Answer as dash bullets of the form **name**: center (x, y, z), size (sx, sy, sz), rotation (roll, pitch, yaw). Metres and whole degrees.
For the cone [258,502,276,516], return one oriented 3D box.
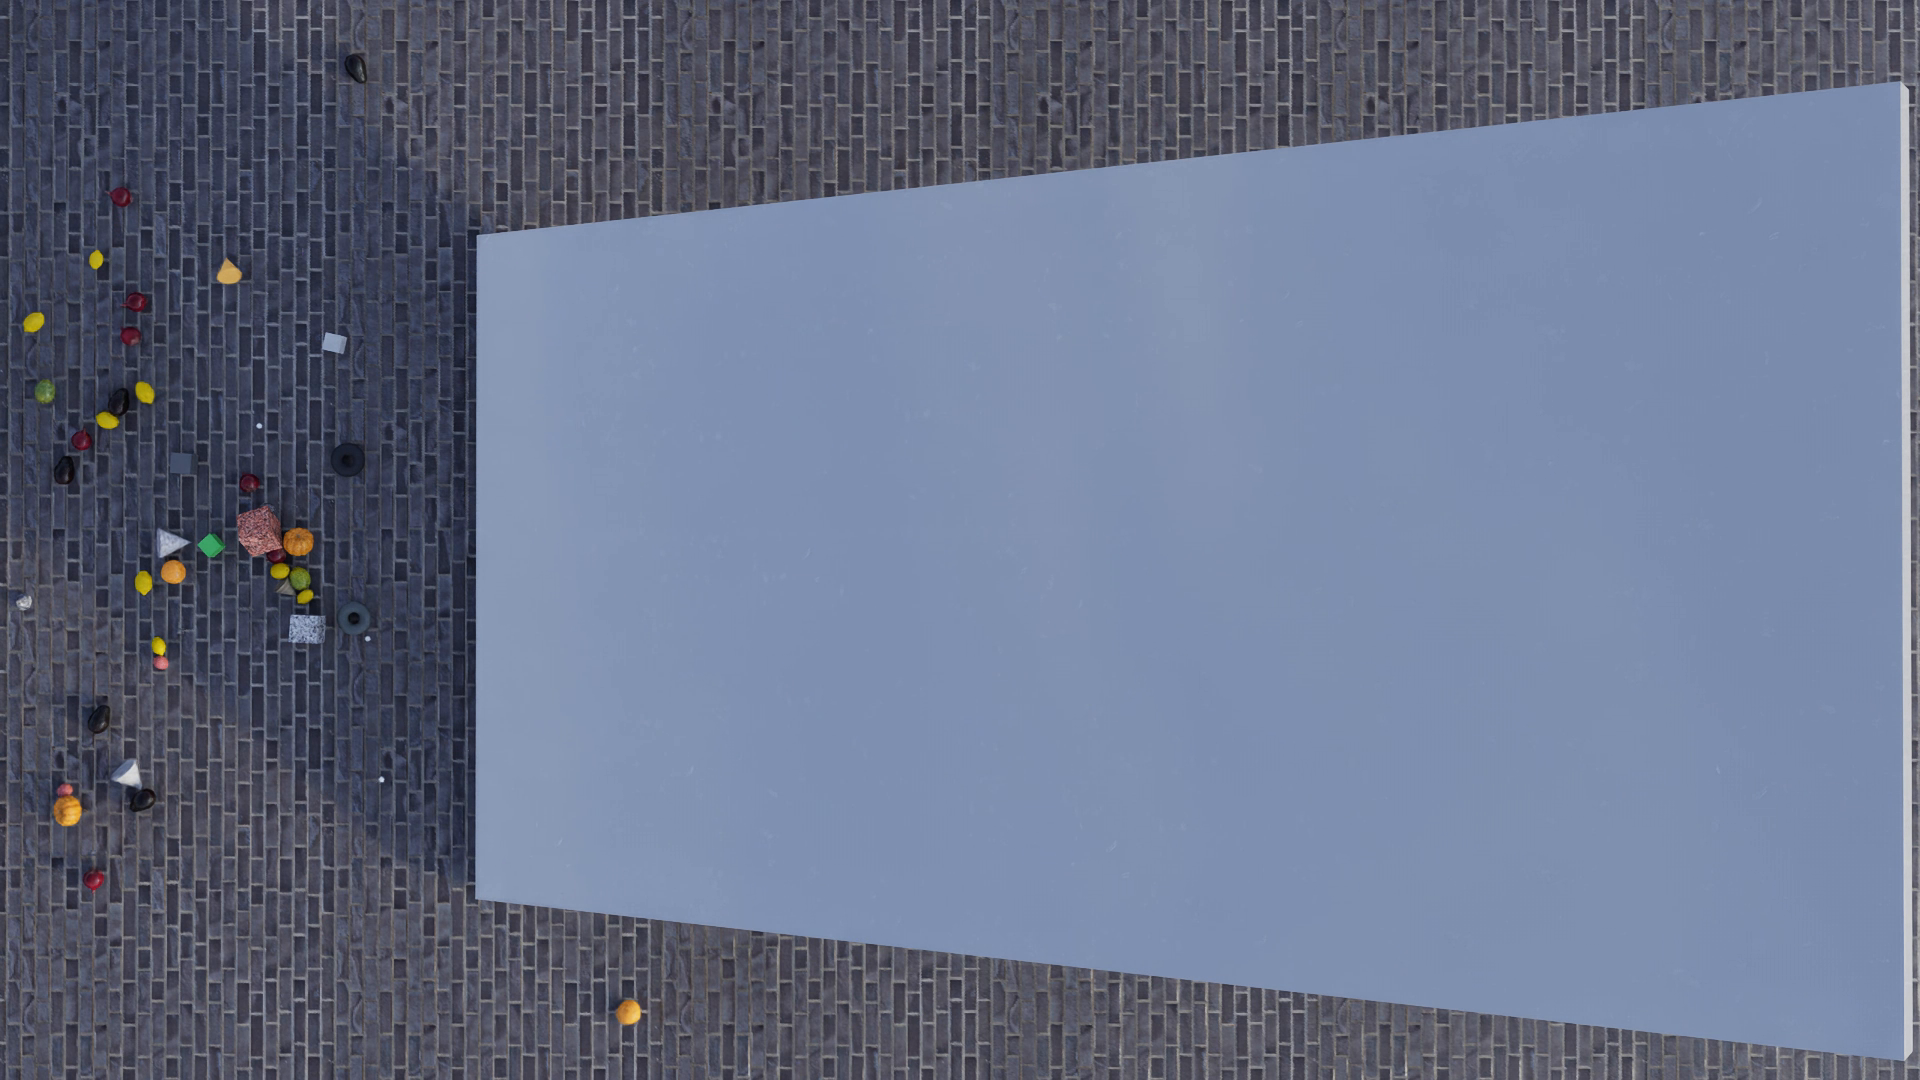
- **cone**: center (-2.117, -0.084, 6.682), size (0.059, 0.059, 0.059), rotation (0, 89, 0)

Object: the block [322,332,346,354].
- **block**: center (-1.902, -0.599, 6.690), size (0.052, 0.052, 0.052), rotation (12, 90, 0)

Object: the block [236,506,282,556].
- **block**: center (-2.115, -0.026, 6.644), size (0.096, 0.096, 0.096), rotation (-17, 56, 0)

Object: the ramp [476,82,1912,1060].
- **ramp**: center (0.260, 0.071, 5.600), size (4.000, 0.100, 2.000), rotation (0, 89, 32)

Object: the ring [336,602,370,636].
- **ring**: center (-1.844, 0.238, 6.691), size (0.104, 0.035, 0.104), rotation (0, 91, 0)

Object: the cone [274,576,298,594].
- **cone**: center (-2.042, 0.152, 6.694), size (0.065, 0.065, 0.065), rotation (34, 89, -35)

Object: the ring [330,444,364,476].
- **ring**: center (-1.864, -0.244, 6.696), size (0.104, 0.035, 0.104), rotation (0, 90, -1)

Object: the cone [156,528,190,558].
- **cone**: center (-2.387, 0.008, 6.689), size (0.096, 0.096, 0.096), rotation (-2, 89, -27)

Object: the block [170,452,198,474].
- **block**: center (-2.357, -0.232, 6.682), size (0.062, 0.062, 0.062), rotation (4, 89, 0)

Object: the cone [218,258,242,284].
- **cone**: center (-2.229, -0.834, 6.701), size (0.073, 0.073, 0.073), rotation (-19, 63, 0)

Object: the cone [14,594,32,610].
- **cone**: center (-2.858, 0.188, 6.682), size (0.053, 0.053, 0.053), rotation (0, 89, 0)

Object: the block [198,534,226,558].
- **block**: center (-2.274, 0.017, 6.685), size (0.051, 0.051, 0.051), rotation (-42, 90, 0)

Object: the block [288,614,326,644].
- **block**: center (-1.978, 0.269, 6.666), size (0.083, 0.083, 0.083), rotation (4, 89, 0)
